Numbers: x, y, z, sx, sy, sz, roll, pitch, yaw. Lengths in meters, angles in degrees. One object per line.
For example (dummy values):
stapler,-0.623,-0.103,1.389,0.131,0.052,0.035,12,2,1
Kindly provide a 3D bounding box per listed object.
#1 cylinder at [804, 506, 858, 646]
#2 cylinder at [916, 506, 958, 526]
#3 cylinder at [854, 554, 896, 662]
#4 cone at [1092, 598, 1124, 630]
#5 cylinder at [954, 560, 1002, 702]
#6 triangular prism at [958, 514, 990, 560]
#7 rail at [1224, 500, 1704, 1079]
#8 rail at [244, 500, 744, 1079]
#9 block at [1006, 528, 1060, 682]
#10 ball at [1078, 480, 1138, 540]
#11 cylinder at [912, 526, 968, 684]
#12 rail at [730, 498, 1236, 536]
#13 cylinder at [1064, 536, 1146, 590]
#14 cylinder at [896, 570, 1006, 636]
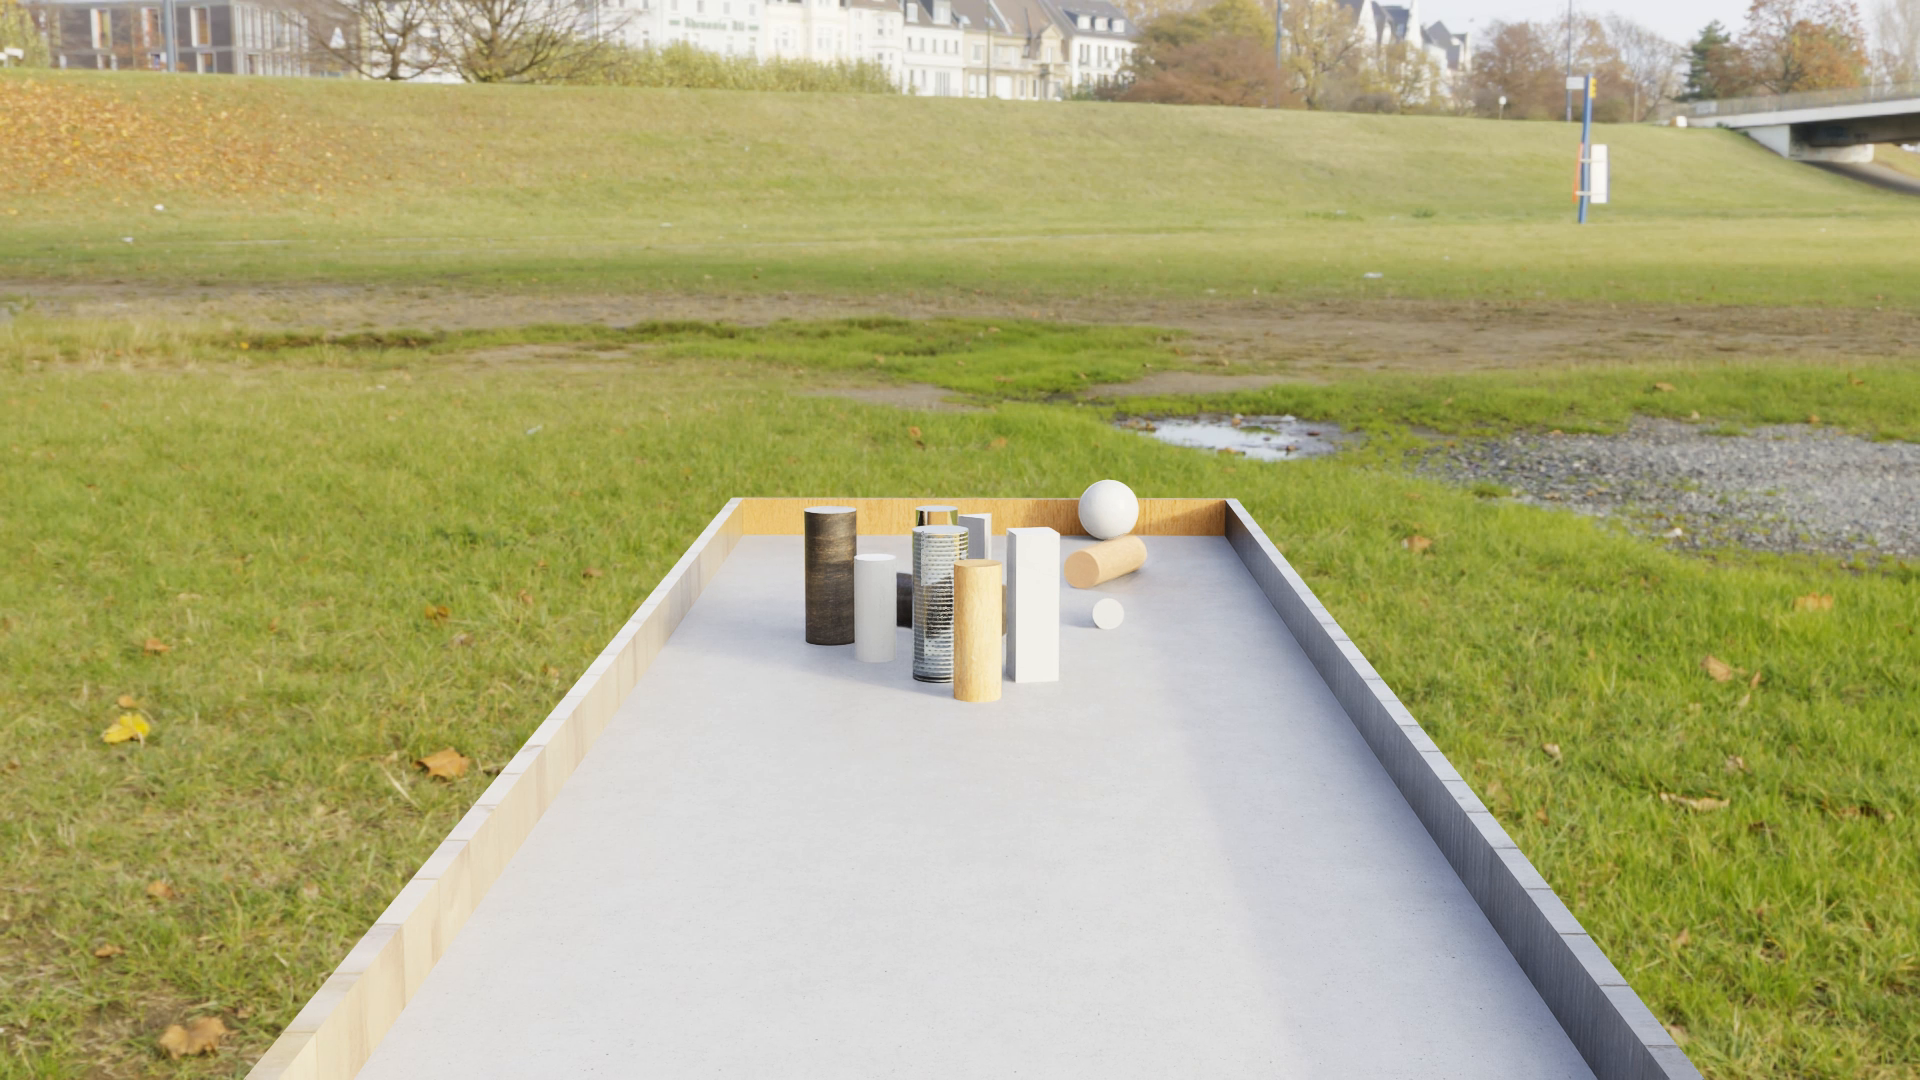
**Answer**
cylinder,-0.408,0.112,6.961,0.166,0.420,0.166,0,9,0
cylinder,-0.073,0.112,6.937,0.134,0.428,0.134,0,9,0
cylinder,-0.258,0.207,6.705,0.129,0.313,0.129,0,9,0
cone,0.503,0.231,7.387,0.102,0.102,0.445,1,2,5
cylinder,0.050,0.254,6.183,0.136,0.383,0.136,0,9,0
triangular prism,0.064,0.146,6.665,0.106,0.446,0.092,7,11,38
rail,1.046,0.843,3.208,0.050,0.150,12.000,0,9,1
rail,-1.004,0.839,3.234,0.050,0.150,12.000,0,9,1
block,0.212,0.189,6.430,0.128,0.435,0.128,-2,9,-12
ball,0.607,-0.122,8.985,0.249,0.249,0.249,0,9,0
cylinder,-0.058,0.186,6.432,0.164,0.440,0.164,0,9,0
rail,0.099,-0.098,9.147,2.100,0.150,0.050,0,9,1
cylinder,0.537,0.080,8.067,0.137,0.137,0.437,5,10,27
cylinder,-0.050,0.205,7.170,0.452,0.170,0.170,7,11,36
